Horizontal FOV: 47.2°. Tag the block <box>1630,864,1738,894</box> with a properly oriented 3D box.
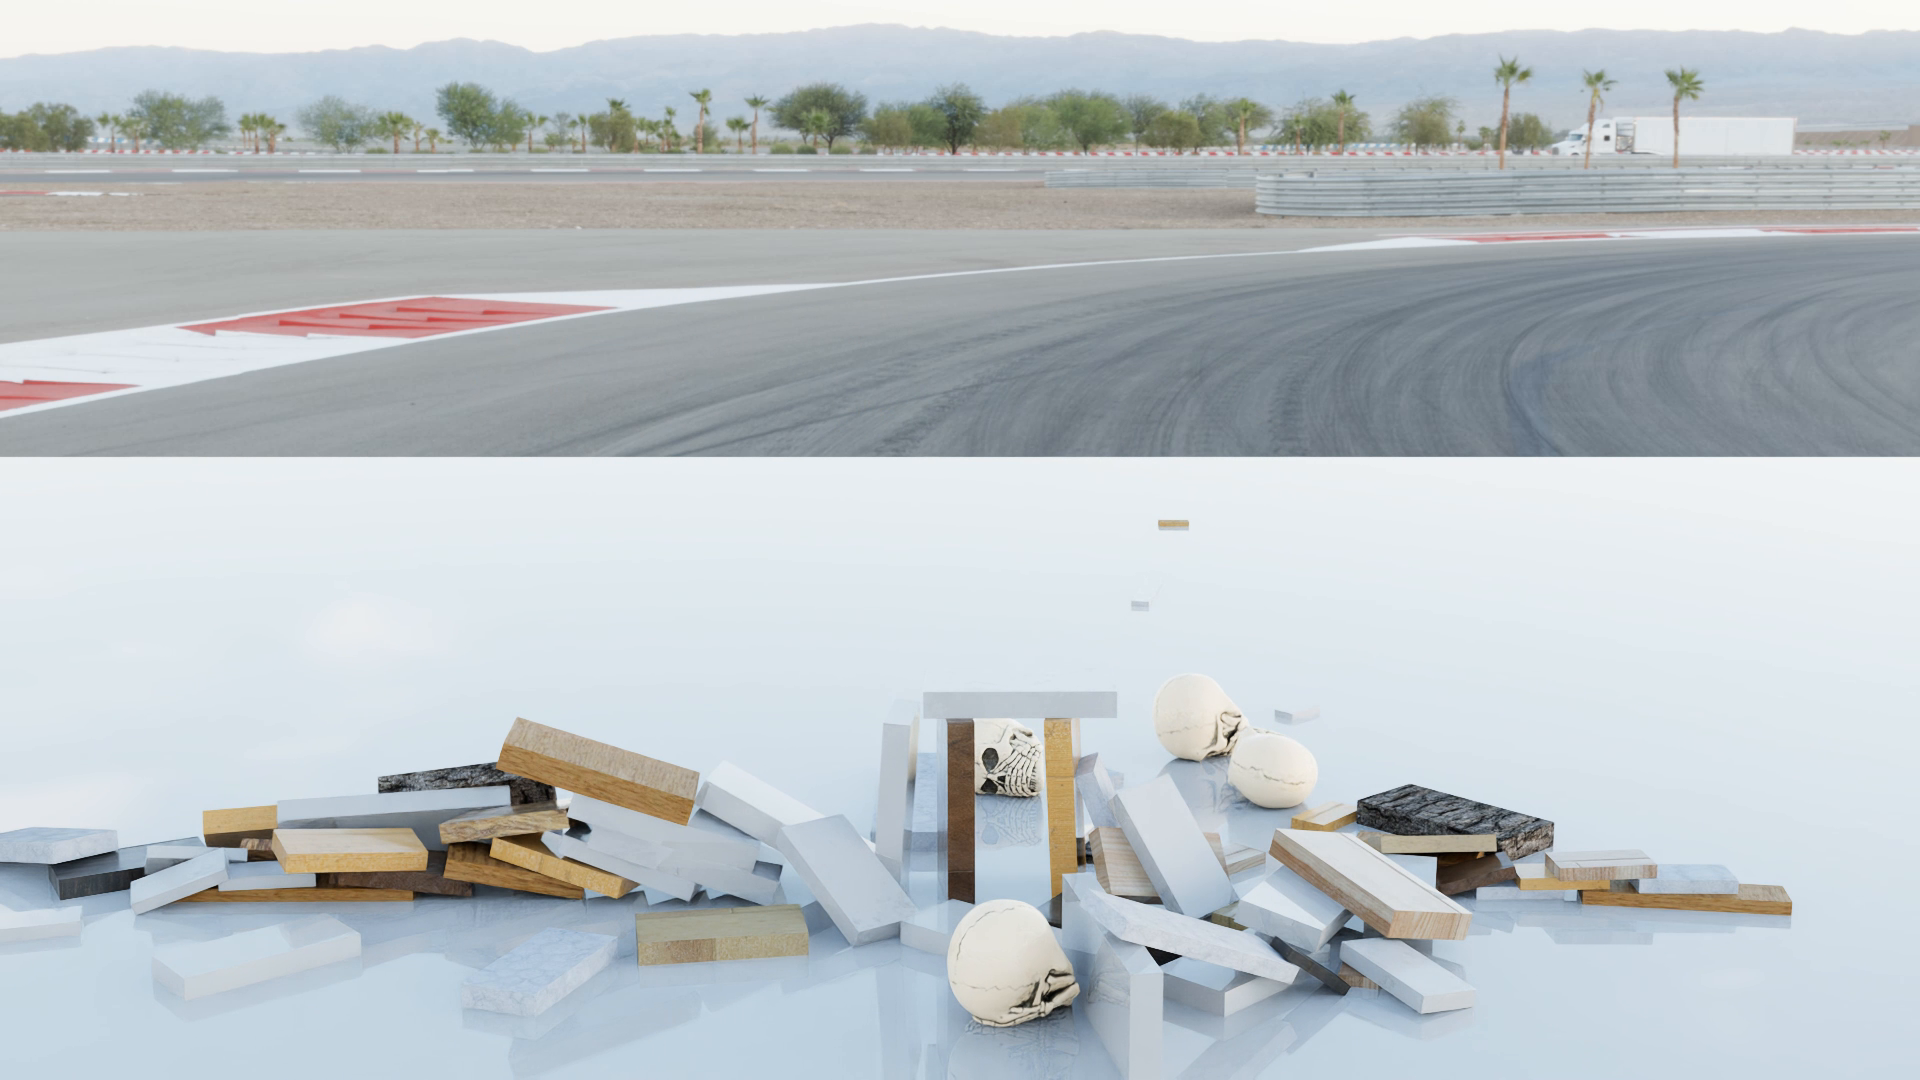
[{"bbox_3d":[1.195,0.561,3.640,0.161,0.023,0.081,0,11,1],"label":"block"}]

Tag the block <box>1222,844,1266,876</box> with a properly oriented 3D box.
[{"bbox_3d":[0.457,0.556,3.801,0.138,0.020,0.069,-9,14,-41],"label":"block"}]

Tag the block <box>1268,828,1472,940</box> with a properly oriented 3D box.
[{"bbox_3d":[0.647,0.544,3.490,0.157,0.045,0.315,8,13,-30],"label":"block"}]

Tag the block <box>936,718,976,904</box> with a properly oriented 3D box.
[{"bbox_3d":[-0.007,0.435,3.645,0.044,0.314,0.157,-2,11,-7],"label":"block"}]

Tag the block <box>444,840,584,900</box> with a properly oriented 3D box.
[{"bbox_3d":[-0.742,0.548,3.669,0.228,0.032,0.114,11,8,-12],"label":"block"}]

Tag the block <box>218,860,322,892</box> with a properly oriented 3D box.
[{"bbox_3d":[-1.148,0.558,3.663,0.155,0.022,0.077,-2,11,-9],"label":"block"}]

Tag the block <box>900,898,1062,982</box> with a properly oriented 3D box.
[{"bbox_3d":[0.048,0.619,3.410,0.260,0.037,0.130,8,13,38],"label":"block"}]

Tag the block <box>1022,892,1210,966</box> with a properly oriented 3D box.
[{"bbox_3d":[0.245,0.612,3.449,0.263,0.037,0.131,6,12,30],"label":"block"}]

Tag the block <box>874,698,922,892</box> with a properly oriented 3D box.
[{"bbox_3d":[-0.105,0.435,3.635,0.044,0.314,0.157,5,11,4],"label":"block"}]

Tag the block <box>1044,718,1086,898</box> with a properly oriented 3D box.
[{"bbox_3d":[0.175,0.433,3.647,0.044,0.314,0.157,-2,10,8],"label":"block"}]

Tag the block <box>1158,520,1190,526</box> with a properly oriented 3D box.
[{"bbox_3d":[0.690,-0.054,7.101,0.096,0.014,0.048,0,11,0],"label":"block"}]

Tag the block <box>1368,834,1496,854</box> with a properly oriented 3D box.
[{"bbox_3d":[0.801,0.517,3.736,0.195,0.028,0.098,-1,-9,-3],"label":"block"}]

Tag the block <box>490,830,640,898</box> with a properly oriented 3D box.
[{"bbox_3d":[-0.651,0.534,3.668,0.233,0.033,0.117,16,8,12],"label":"block"}]

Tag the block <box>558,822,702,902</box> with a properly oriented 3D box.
[{"bbox_3d":[-0.539,0.530,3.654,0.233,0.033,0.117,20,9,4],"label":"block"}]

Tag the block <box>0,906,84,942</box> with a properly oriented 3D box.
[{"bbox_3d":[-1.478,0.612,3.494,0.152,0.022,0.076,-3,11,-18],"label":"block"}]

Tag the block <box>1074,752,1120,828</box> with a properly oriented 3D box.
[{"bbox_3d":[0.252,0.478,3.643,0.033,0.234,0.117,-20,7,11],"label":"block"}]

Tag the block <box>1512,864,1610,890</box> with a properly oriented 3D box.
[{"bbox_3d":[0.997,0.559,3.656,0.147,0.021,0.073,-1,11,1],"label":"block"}]

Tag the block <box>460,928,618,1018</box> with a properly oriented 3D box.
[{"bbox_3d":[-0.625,0.643,3.287,0.123,0.035,0.246,4,11,20],"label":"block"}]

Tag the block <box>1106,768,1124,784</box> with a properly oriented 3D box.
[{"bbox_3d":[0.264,0.461,4.324,0.054,0.015,0.107,-9,14,-41],"label":"block"}]

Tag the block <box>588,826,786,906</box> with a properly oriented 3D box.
[{"bbox_3d":[-0.451,0.517,3.661,0.314,0.044,0.157,19,9,-3],"label":"block"}]

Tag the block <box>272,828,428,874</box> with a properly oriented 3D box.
[{"bbox_3d":[-1.004,0.510,3.620,0.228,0.032,0.114,4,12,-29],"label":"block"}]

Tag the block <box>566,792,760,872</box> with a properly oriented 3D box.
[{"bbox_3d":[-0.485,0.460,3.646,0.314,0.044,0.157,18,9,-6],"label":"block"}]

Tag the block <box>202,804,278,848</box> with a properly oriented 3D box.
[{"bbox_3d":[-1.167,0.500,3.849,0.292,0.041,0.146,-3,-20,-16],"label":"block"}]

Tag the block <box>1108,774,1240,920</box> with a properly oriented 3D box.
[{"bbox_3d":[0.345,0.502,3.554,0.117,0.234,0.033,-16,-21,-37],"label":"block"}]

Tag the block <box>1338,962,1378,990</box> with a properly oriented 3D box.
[{"bbox_3d":[0.609,0.646,3.321,0.059,0.017,0.118,3,11,17],"label":"block"}]

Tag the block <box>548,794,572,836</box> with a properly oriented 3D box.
[{"bbox_3d":[-0.871,0.509,3.983,0.320,0.045,0.160,-1,11,-3],"label":"block"}]

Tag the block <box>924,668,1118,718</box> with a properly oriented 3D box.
[{"bbox_3d":[0.099,0.253,3.636,0.314,0.044,0.157,0,10,1],"label":"block"}]

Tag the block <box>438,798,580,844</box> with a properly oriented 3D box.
[{"bbox_3d":[-0.738,0.467,3.680,0.233,0.033,0.117,-9,2,15],"label":"block"}]

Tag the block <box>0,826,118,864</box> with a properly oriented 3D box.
[{"bbox_3d":[-1.581,0.526,3.792,0.247,0.035,0.123,-4,2,34],"label":"block"}]

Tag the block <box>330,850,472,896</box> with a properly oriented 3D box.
[{"bbox_3d":[-0.927,0.548,3.667,0.228,0.032,0.114,7,11,-11],"label":"block"}]

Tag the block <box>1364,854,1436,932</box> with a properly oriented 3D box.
[{"bbox_3d":[0.719,0.575,3.584,0.108,0.031,0.217,2,19,13],"label":"block"}]
